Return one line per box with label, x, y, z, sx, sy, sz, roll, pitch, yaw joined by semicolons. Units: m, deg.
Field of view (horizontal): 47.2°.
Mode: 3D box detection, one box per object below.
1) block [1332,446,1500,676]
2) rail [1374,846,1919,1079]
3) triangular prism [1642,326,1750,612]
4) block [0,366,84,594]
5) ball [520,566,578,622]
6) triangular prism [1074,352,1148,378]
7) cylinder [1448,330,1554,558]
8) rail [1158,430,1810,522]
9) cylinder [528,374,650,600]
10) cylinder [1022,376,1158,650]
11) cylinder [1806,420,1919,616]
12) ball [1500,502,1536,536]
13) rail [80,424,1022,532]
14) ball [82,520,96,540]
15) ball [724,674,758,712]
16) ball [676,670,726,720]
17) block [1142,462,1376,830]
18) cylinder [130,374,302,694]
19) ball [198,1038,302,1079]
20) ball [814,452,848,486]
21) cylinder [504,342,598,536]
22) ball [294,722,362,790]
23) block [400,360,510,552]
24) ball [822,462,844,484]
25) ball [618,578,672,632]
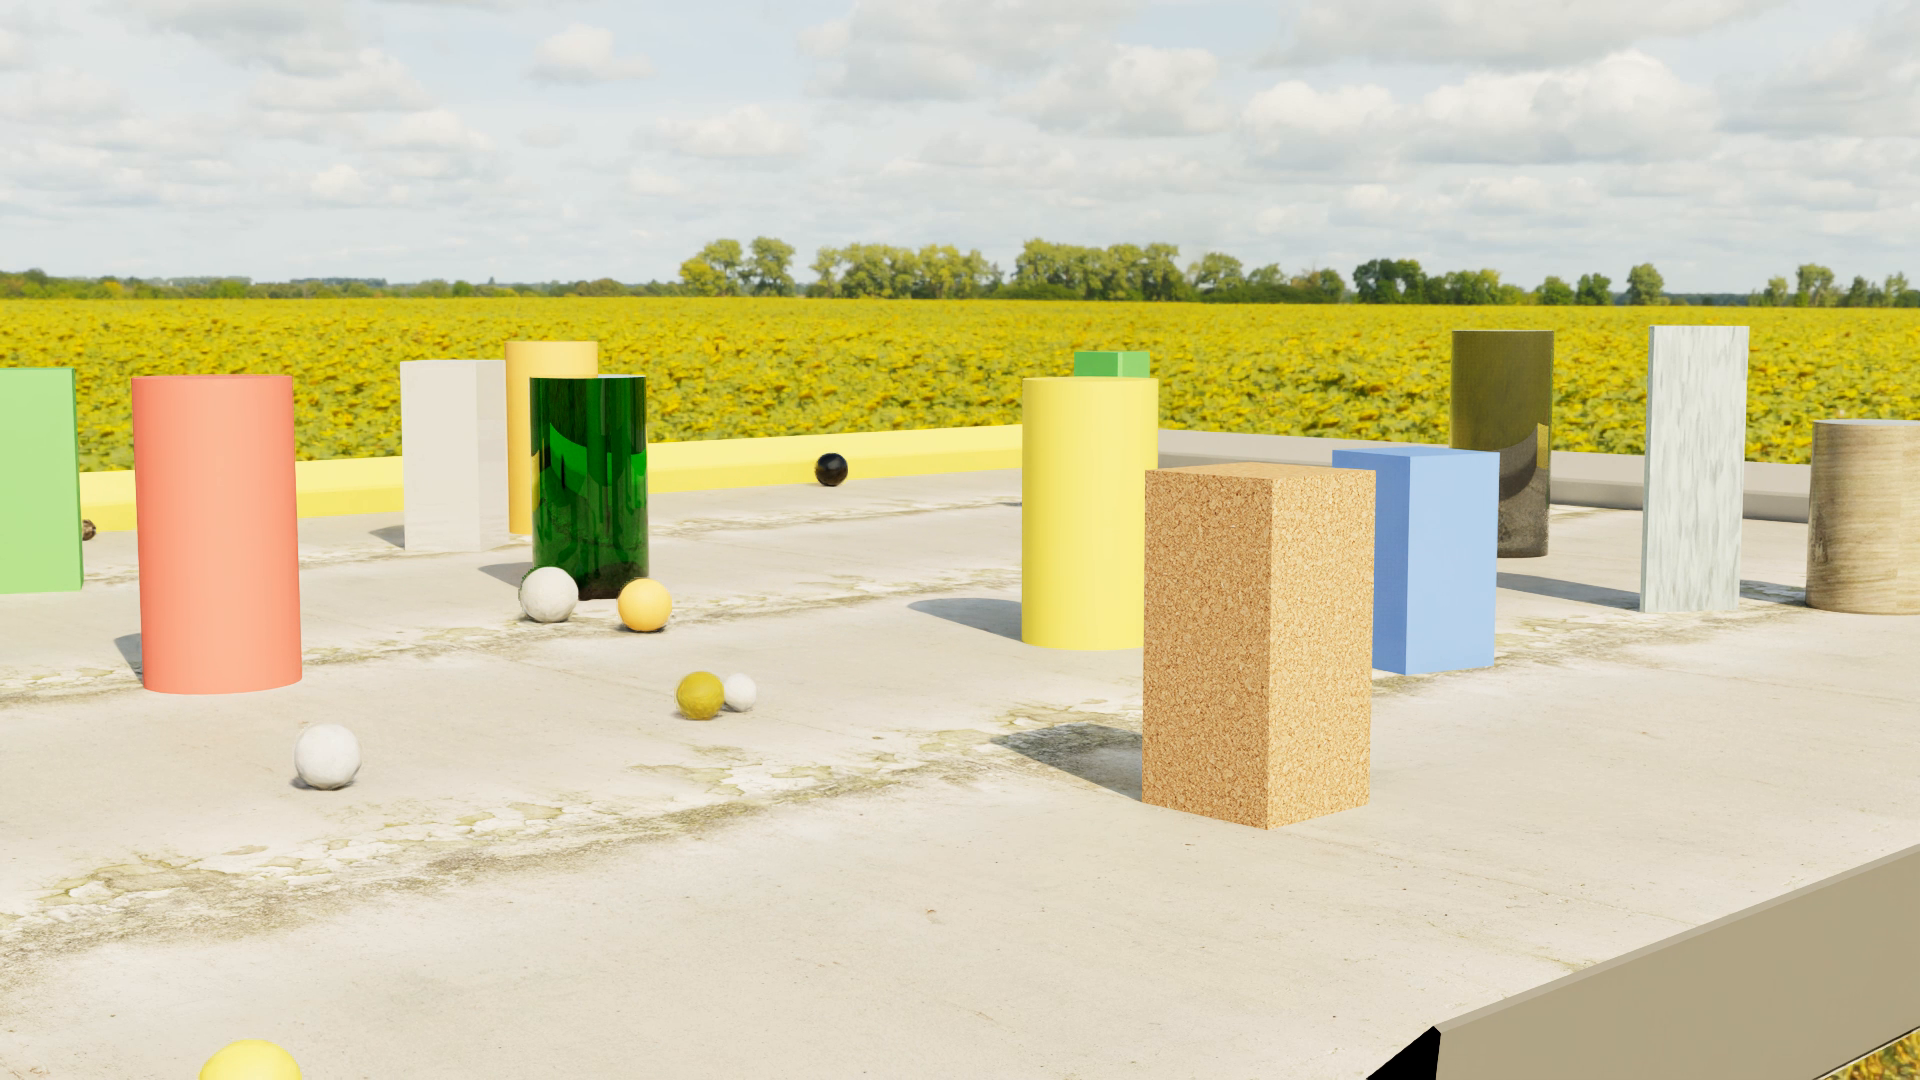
block;0.562;0.021;2.732;0.143;0.264;0.143;-4;7;-30
rail;1.251;0.175;1.985;4.145;0.116;0.045;-6;8;-42
triangular prism;1.051;-0.109;3.246;0.155;0.413;0.134;-1;6;-12
block;-1.462;-0.096;3.453;0.143;0.344;0.143;-2;6;-20
ball;-0.576;0.077;3.083;0.079;0.079;0.079;0;6;0
triangular prism;0.338;-0.218;4.580;0.134;0.347;0.155;-4;7;-33
cylinder;0.966;-0.175;3.935;0.179;0.398;0.179;0;6;0
rail;1.506;-0.118;4.714;0.045;0.116;3.736;-6;8;-42
cylinder;-0.571;-0.085;3.393;0.179;0.335;0.179;0;6;0
cylinder;0.171;-0.039;2.910;0.179;0.347;0.179;0;6;0
cylinder;1.342;-0.036;3.230;0.179;0.273;0.179;0;6;0
ball;1.074;-0.040;4.234;0.066;0.066;0.066;0;6;0
rail;-1.251;-0.114;4.680;4.145;0.116;0.045;-6;8;-42
ball;-1.654;-0.019;4.159;0.040;0.040;0.040;0;6;0
ball;-0.243;0.167;2.412;0.042;0.042;0.042;0;6;0
ball;-0.278;0.167;2.365;0.053;0.053;0.053;0;6;0
block;0.265;0.087;1.953;0.143;0.299;0.143;-6;8;-43
cylinder;-0.873;-0.011;2.586;0.179;0.360;0.179;0;6;0
ball;-0.378;0.294;1.169;0.055;0.055;0.055;0;6;0
ball;-0.315;-0.173;5.386;0.086;0.086;0.086;0;6;0
cylinder;-0.800;-0.203;4.321;0.179;0.372;0.179;0;6;0
ball;-0.582;0.199;2.026;0.062;0.062;0.062;0;6;0
block;-0.924;-0.157;4.032;0.143;0.342;0.143;1;6;10
ball;-0.316;-0.168;5.491;0.053;0.053;0.053;0;6;0
ball;-0.429;0.089;2.996;0.074;0.074;0.074;0;6;0
